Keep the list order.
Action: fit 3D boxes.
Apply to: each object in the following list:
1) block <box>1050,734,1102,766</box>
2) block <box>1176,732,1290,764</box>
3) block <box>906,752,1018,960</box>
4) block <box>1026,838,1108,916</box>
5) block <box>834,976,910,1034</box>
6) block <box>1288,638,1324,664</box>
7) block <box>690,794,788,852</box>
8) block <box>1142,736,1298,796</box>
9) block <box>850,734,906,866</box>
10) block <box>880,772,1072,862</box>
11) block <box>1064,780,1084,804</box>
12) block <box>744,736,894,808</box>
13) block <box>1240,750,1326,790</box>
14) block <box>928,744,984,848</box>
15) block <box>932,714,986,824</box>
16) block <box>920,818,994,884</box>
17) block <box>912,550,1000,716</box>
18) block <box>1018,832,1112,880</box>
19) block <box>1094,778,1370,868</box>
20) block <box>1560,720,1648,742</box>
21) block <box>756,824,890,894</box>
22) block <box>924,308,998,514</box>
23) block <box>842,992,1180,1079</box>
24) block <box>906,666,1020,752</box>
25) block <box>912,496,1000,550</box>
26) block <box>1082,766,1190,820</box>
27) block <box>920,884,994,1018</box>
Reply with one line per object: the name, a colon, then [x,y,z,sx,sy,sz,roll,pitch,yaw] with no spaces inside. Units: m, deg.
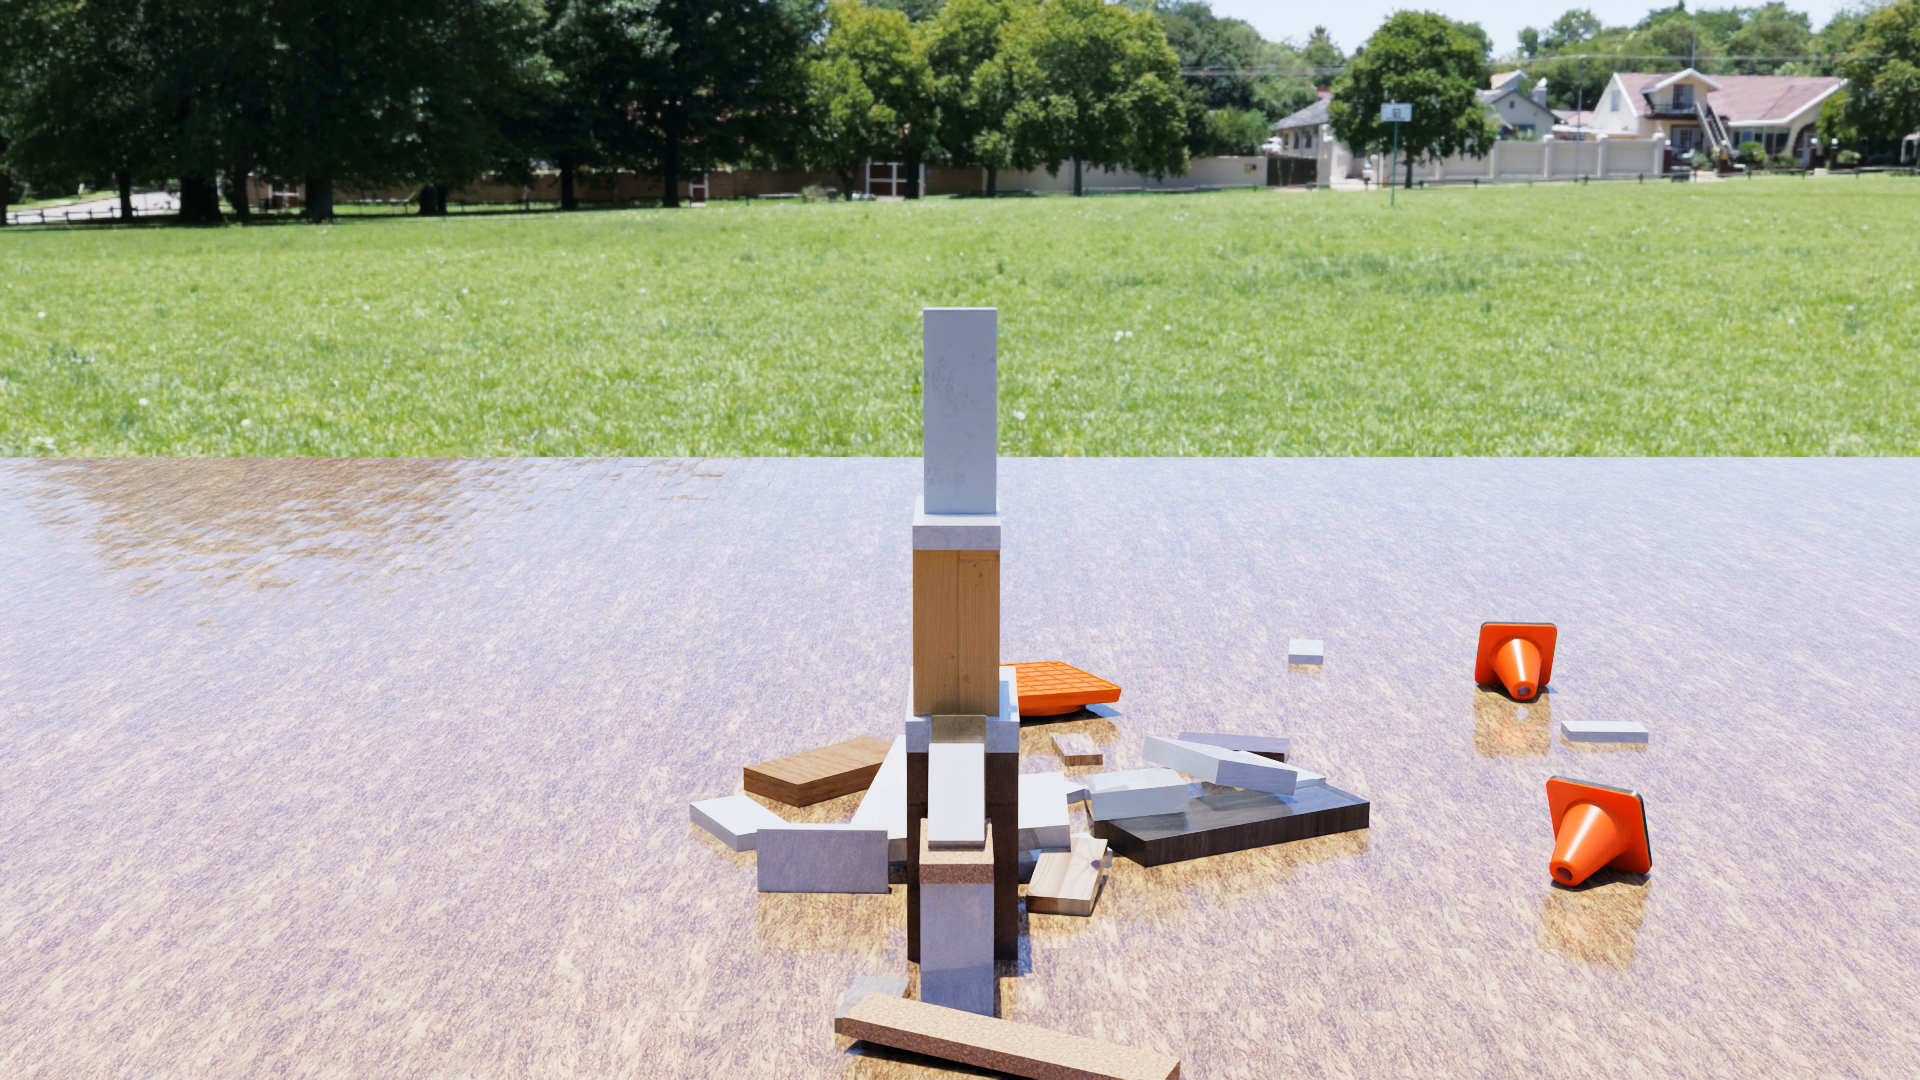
block: [0.238,0.427,4.484,0.077,0.022,0.155,-1,11,-8]
block: [0.552,0.426,4.466,0.224,0.032,0.112,3,11,14]
block: [0.004,0.473,3.368,0.170,0.339,0.048,0,11,0]
block: [0.180,0.558,3.665,0.105,0.030,0.211,2,20,11]
block: [-0.125,0.671,3.172,0.081,0.023,0.161,2,11,9]
block: [0.838,0.270,5.326,0.081,0.023,0.162,2,11,9]
block: [-0.399,0.513,3.998,0.109,0.031,0.219,-6,12,-29]
block: [0.483,0.421,4.125,0.161,0.046,0.322,10,-1,-20]
block: [-0.077,0.464,3.932,0.169,0.048,0.338,1,28,17]
block: [0.024,0.475,3.784,0.322,0.046,0.161,-5,27,1]
block: [0.162,0.487,4.166,0.155,0.022,0.077,-10,14,-43]
block: [-0.246,0.450,4.296,0.322,0.046,0.161,-10,15,-44]
block: [0.590,0.460,4.283,0.112,0.032,0.227,-8,13,-36]
block: [-0.005,0.371,3.196,0.081,0.023,0.161,0,53,0]
block: [-0.002,0.339,3.267,0.081,0.161,0.023,0,5,0]
block: [-0.005,0.450,3.196,0.104,0.030,0.209,0,11,0]
block: [-0.005,0.134,3.293,0.130,0.259,0.037,0,11,1]
block: [0.146,0.549,3.809,0.211,0.030,0.105,-4,11,-22]
block: [0.494,0.508,3.978,0.484,0.048,0.169,-5,12,-27]
block: [1.353,0.402,4.617,0.162,0.023,0.081,0,11,3]
block: [-0.229,0.532,3.681,0.219,0.109,0.031,0,11,2]
block: [0.000,-0.193,3.297,0.109,0.308,0.031,0,12,1]
block: [0.067,0.689,2.991,0.455,0.028,0.097,8,13,21]
block: [0.005,0.262,3.444,0.170,0.048,0.339,0,11,0]
block: [-0.004,-0.027,3.350,0.130,0.037,0.259,0,11,0]
block: [0.317,0.461,4.011,0.169,0.048,0.338,-6,-1,1]
block: [-0.004,0.581,3.148,0.104,0.209,0.030,0,11,0]
